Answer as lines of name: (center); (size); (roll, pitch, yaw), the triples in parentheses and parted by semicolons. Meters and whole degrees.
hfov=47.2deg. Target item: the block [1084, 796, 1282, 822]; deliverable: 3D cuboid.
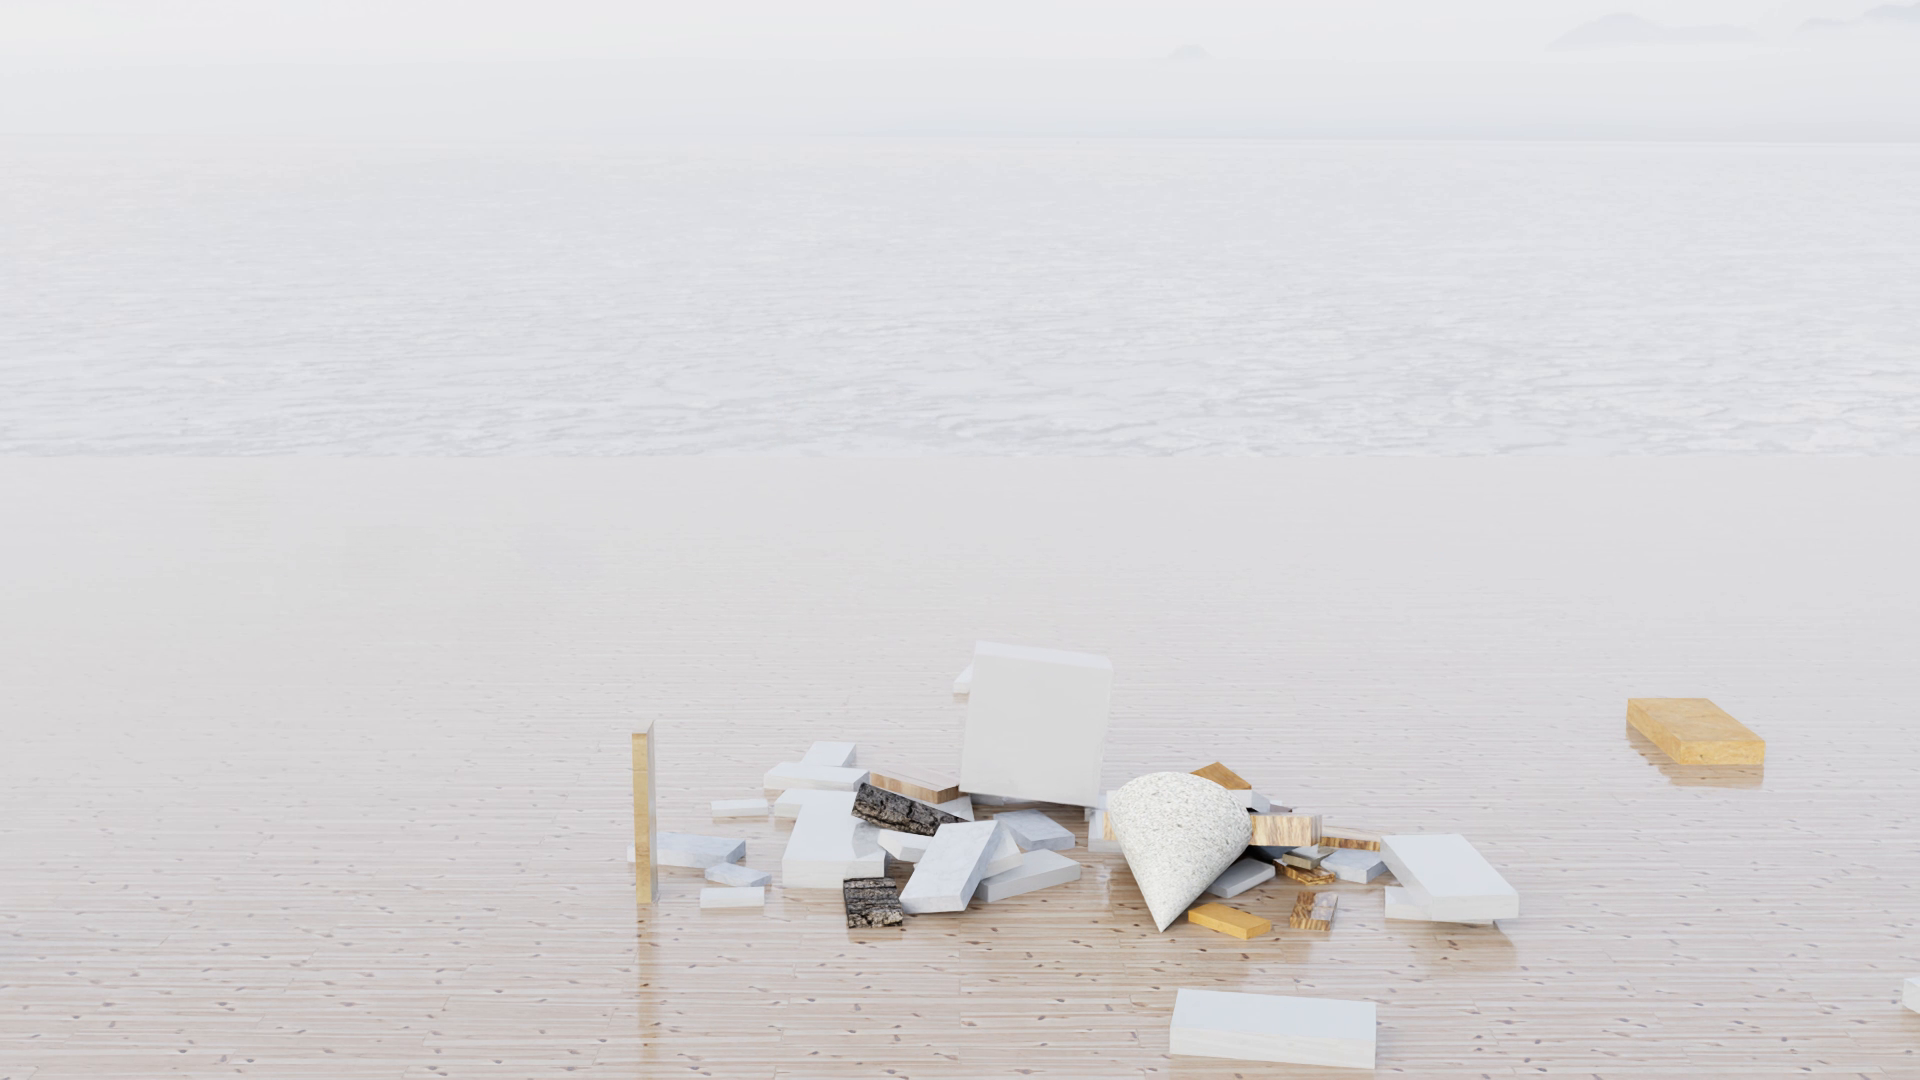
block: (0.415, 0.502, 4.076); (0.363, 0.024, 0.085); (1, 11, 5)

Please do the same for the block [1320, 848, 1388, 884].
block: (0.700, 0.552, 3.806); (0.085, 0.024, 0.170); (7, 13, 34)

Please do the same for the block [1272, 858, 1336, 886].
block: (0.587, 0.565, 3.761); (0.054, 0.015, 0.107); (-5, 12, -26)

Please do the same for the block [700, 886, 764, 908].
block: (-0.376, 0.590, 3.631); (0.104, 0.015, 0.052); (-1, 11, -5)

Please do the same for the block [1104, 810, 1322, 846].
block: (0.435, 0.491, 3.768); (0.350, 0.048, 0.171); (0, -5, 16)

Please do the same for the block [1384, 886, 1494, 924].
block: (0.779, 0.594, 3.580); (0.170, 0.024, 0.085); (2, 11, 10)

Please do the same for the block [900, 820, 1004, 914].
block: (-0.013, 0.539, 3.635); (0.108, 0.030, 0.215); (-7, 24, 24)

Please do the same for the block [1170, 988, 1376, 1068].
block: (0.439, 0.681, 3.071); (0.278, 0.039, 0.139); (2, 11, 10)

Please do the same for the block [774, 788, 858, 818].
block: (-0.245, 0.495, 4.109); (0.184, 0.026, 0.092); (2, 11, 11)

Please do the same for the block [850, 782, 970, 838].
block: (-0.083, 0.495, 3.901); (0.215, 0.030, 0.108); (20, 11, -2)

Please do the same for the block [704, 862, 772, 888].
block: (-0.377, 0.571, 3.732); (0.104, 0.015, 0.052); (8, 13, 36)

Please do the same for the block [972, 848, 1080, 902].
block: (0.097, 0.566, 3.721); (0.196, 0.028, 0.098); (-8, 13, -36)

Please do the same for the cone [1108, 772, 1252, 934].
cone: (0.342, 0.547, 3.575); (0.239, 0.239, 0.239); (3, 40, 13)

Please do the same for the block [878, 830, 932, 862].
block: (-0.047, 0.532, 3.767); (0.171, 0.024, 0.086); (13, 7, -30)

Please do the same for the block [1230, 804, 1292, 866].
block: (0.495, 0.517, 3.902); (0.098, 0.028, 0.196); (9, 23, 41)

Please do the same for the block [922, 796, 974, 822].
block: (-0.023, 0.505, 4.056); (0.090, 0.025, 0.179); (-1, 11, -3)

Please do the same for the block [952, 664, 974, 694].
block: (0.045, 0.320, 5.055); (0.085, 0.024, 0.170); (3, 11, 13)

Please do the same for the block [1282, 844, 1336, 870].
block: (0.604, 0.545, 3.790); (0.054, 0.015, 0.107); (11, 10, 34)

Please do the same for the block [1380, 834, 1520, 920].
block: (0.803, 0.553, 3.627); (0.139, 0.039, 0.307); (-1, 11, -5)

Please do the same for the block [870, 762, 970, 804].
block: (-0.075, 0.460, 4.160); (0.179, 0.025, 0.090); (10, 14, 44)

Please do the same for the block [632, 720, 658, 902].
block: (-0.521, 0.448, 3.640); (0.024, 0.289, 0.085); (0, 11, 0)

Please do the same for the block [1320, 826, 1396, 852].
block: (0.695, 0.523, 3.849); (0.125, 0.018, 0.063); (3, 11, 18)

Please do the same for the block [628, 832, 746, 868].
block: (-0.478, 0.543, 3.850); (0.184, 0.026, 0.092); (3, 11, 15)

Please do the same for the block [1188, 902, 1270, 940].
block: (0.431, 0.609, 3.519); (0.060, 0.017, 0.120); (-10, 14, -42)

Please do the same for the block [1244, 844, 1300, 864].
block: (0.556, 0.540, 3.841); (0.107, 0.015, 0.054); (-8, 36, -36)

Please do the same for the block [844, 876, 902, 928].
block: (-0.144, 0.592, 3.594); (0.085, 0.024, 0.171); (-1, 11, -6)

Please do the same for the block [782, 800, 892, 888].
block: (-0.206, 0.530, 3.859); (0.171, 0.048, 0.341); (0, 11, 2)

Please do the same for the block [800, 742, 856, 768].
block: (-0.265, 0.440, 4.412); (0.085, 0.024, 0.170); (1, 11, 7)

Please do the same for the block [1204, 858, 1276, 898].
block: (0.468, 0.568, 3.701); (0.120, 0.017, 0.060); (-17, 19, -38)

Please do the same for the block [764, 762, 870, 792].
block: (-0.278, 0.464, 4.275); (0.185, 0.026, 0.092); (3, 11, 17)

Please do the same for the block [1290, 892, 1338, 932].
block: (0.574, 0.601, 3.562); (0.063, 0.018, 0.125); (3, 11, 15)

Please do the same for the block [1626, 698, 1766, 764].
block: (1.528, 0.396, 4.582); (0.171, 0.048, 0.341); (0, 11, -1)

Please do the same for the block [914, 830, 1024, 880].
block: (0.014, 0.543, 3.681); (0.171, 0.024, 0.085); (-20, 22, -6)

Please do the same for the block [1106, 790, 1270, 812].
block: (0.404, 0.468, 3.899); (0.268, 0.030, 0.108); (-3, -18, 25)

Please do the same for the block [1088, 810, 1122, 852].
block: (0.275, 0.524, 3.960); (0.085, 0.024, 0.169); (1, 11, 5)

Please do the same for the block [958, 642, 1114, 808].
block: (0.140, 0.340, 4.113); (0.253, 0.253, 0.253); (7, 2, 1)

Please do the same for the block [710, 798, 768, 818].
block: (-0.412, 0.501, 4.110); (0.104, 0.015, 0.052); (-2, 11, -9)

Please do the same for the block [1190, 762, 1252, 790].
block: (0.429, 0.473, 4.050); (0.196, 0.028, 0.098); (-18, 31, -28)

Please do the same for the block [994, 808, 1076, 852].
block: (0.132, 0.524, 3.961); (0.085, 0.024, 0.169); (-4, 11, -22)

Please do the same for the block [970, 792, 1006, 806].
block: (0.049, 0.471, 4.238); (0.090, 0.025, 0.179); (1, 11, 8)

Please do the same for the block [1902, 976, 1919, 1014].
block: (1.478, 0.678, 3.088); (0.139, 0.039, 0.278); (-3, 11, -16)
